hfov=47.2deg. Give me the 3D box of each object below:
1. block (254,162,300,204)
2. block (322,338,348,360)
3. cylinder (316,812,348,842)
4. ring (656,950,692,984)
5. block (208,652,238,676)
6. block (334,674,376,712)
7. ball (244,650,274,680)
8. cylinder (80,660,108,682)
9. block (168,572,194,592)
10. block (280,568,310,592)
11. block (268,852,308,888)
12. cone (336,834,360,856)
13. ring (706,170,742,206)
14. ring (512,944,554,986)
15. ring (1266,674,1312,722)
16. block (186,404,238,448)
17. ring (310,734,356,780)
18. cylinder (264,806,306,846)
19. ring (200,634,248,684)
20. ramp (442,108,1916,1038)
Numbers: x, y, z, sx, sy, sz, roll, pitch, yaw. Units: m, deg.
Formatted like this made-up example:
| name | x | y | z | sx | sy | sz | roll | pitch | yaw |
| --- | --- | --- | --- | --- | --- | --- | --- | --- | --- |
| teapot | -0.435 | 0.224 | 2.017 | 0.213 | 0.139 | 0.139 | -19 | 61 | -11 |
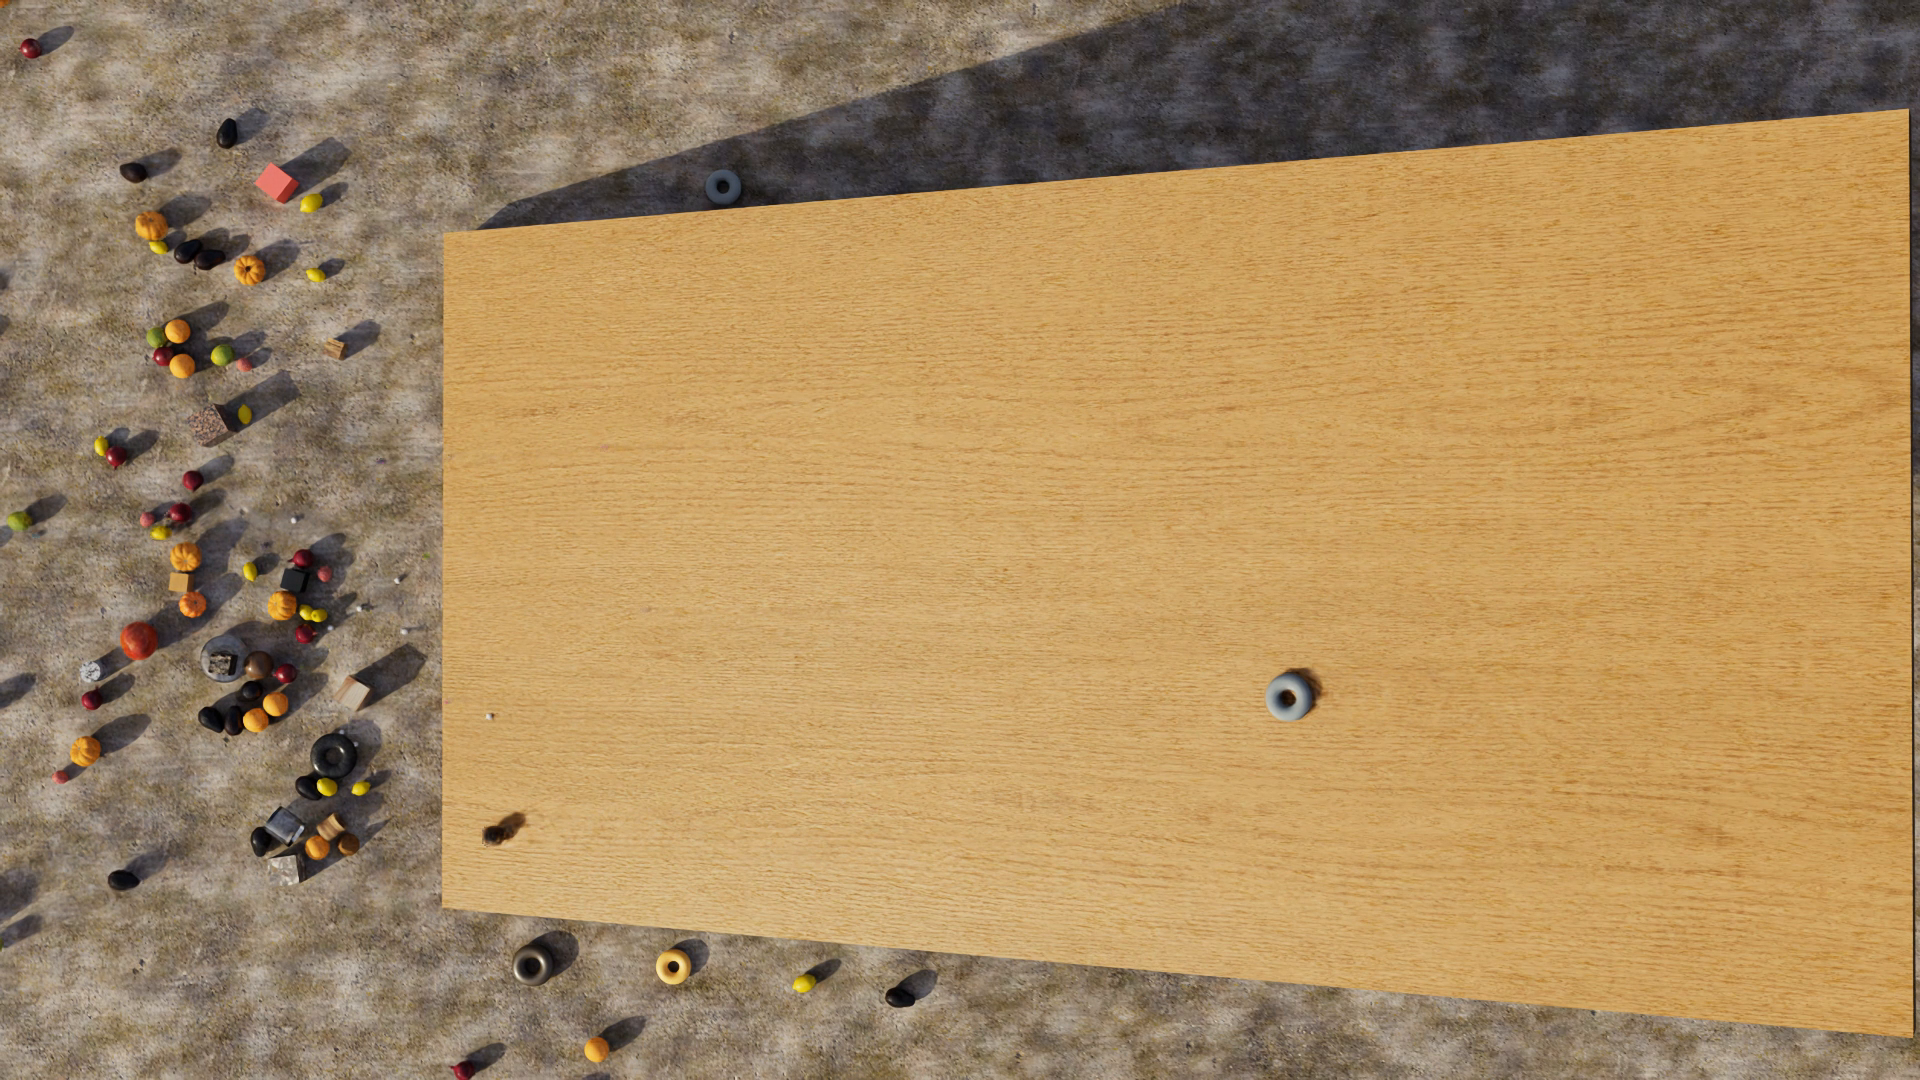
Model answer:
| name | x | y | z | sx | sy | sz | roll | pitch | yaw |
| --- | --- | --- | --- | --- | --- | --- | --- | --- | --- |
| block | -2.043 | -1.067 | 6.580 | 0.080 | 0.080 | 0.080 | 37 | 90 | 0 |
| block | -1.871 | -0.572 | 6.589 | 0.051 | 0.051 | 0.051 | 21 | 89 | 0 |
| cylinder | -1.876 | 0.858 | 6.568 | 0.063 | 0.063 | 0.063 | -38 | 90 | 0 |
| ring | -0.856 | 1.276 | 6.577 | 0.105 | 0.035 | 0.105 | 0 | 89 | -1 |
| block | -2.187 | 0.367 | 6.526 | 0.060 | 0.060 | 0.060 | 9 | 88 | 1 |
| block | -1.805 | 0.456 | 6.564 | 0.079 | 0.079 | 0.079 | 32 | 89 | 0 |
| ball | -2.092 | 0.372 | 6.562 | 0.086 | 0.086 | 0.086 | 0 | 89 | 0 |
| cylinder | -2.588 | 0.393 | 6.573 | 0.062 | 0.062 | 0.062 | 0 | 89 | 0 |
| block | -2.329 | 0.126 | 6.580 | 0.053 | 0.053 | 0.053 | 7 | 89 | 0 |
| block | -1.989 | 0.121 | 6.577 | 0.060 | 0.060 | 0.060 | 15 | 89 | 0 |
| block | -2.005 | 0.982 | 6.555 | 0.084 | 0.084 | 0.084 | -8 | 89 | 0 |
| cone | -1.837 | 0.914 | 6.564 | 0.069 | 0.069 | 0.069 | 0 | 89 | 0 |
| ring | -0.711 | -1.059 | 6.602 | 0.110 | 0.037 | 0.110 | 0 | 90 | -1 |
| ring | -1.276 | 1.271 | 6.573 | 0.129 | 0.043 | 0.129 | 0 | 89 | 1 |
| ring | 0.798 | 0.382 | 5.332 | 0.118 | 0.039 | 0.118 | -1 | 88 | 28 |
| block | -2.233 | -0.341 | 6.565 | 0.094 | 0.094 | 0.094 | -30 | 89 | 0 |
| ring | -1.874 | 0.647 | 6.579 | 0.139 | 0.046 | 0.139 | 0 | 90 | -1 |
| cylinder | -2.013 | 0.854 | 6.555 | 0.088 | 0.088 | 0.088 | 34 | 89 | 0 |
| ring | -2.200 | 0.355 | 6.580 | 0.147 | 0.049 | 0.147 | 0 | 88 | -1 |
| ramp | 0.280 | 0.080 | 5.671 | 4.000 | 0.100 | 2.000 | 0 | 89 | 26 |
